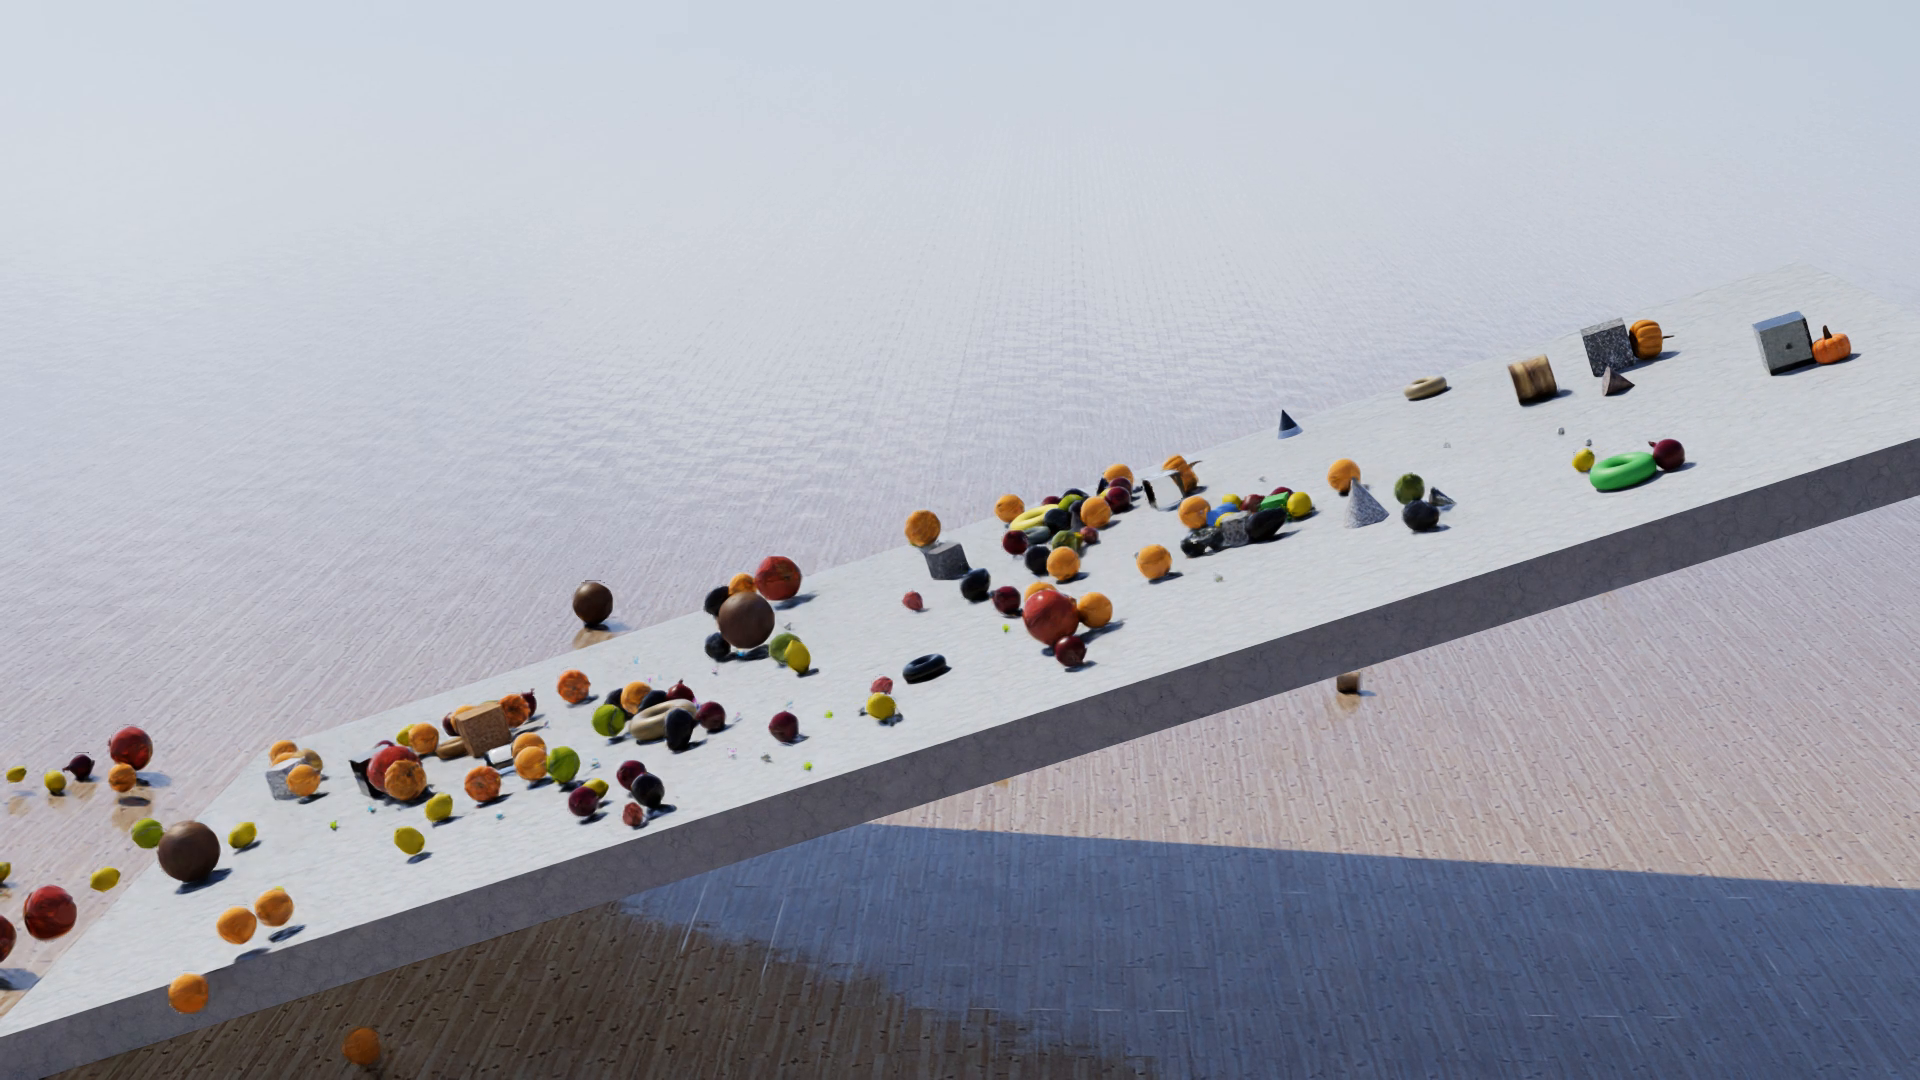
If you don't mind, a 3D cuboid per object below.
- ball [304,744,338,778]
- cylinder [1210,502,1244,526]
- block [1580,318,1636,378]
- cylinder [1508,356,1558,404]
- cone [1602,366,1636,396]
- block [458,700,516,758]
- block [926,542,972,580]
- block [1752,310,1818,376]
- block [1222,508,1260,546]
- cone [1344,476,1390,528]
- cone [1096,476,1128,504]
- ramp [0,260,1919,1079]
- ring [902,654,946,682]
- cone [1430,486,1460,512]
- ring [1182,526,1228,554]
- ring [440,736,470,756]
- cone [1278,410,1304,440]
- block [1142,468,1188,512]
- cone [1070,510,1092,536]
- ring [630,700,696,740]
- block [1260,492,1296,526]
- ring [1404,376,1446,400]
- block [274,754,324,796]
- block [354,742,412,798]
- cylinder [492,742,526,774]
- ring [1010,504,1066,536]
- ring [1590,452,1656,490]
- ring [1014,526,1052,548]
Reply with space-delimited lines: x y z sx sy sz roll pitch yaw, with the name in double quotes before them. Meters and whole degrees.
"ball" -1.495 0.517 6.874 0.077 0.077 0.077 0 12 0
"cylinder" 0.569 -0.049 6.262 0.052 0.052 0.052 -26 26 -35
"block" 1.447 -0.431 6.567 0.096 0.096 0.096 -16 11 12
"cylinder" 1.268 -0.354 6.511 0.087 0.087 0.087 -17 10 7
"cone" 1.419 -0.337 6.318 0.065 0.065 0.065 8 12 -1
"block" -1.055 0.422 6.560 0.092 0.092 0.092 -22 11 -16
"block" -0.025 0.048 6.754 0.066 0.066 0.066 -24 12 -27
"block" 1.685 -0.402 6.011 0.096 0.096 0.096 -17 11 10
"block" 0.583 -0.025 6.108 0.055 0.055 0.055 -15 11 21
"cone" 0.804 -0.084 5.917 0.096 0.096 0.096 -18 11 4
"cone" 0.366 -0.112 6.991 0.067 0.067 0.067 11 14 12
"ramp" 0.104 0.181 6.307 4.000 0.100 2.000 -18 11 6
"ring" -0.071 0.255 5.880 0.094 0.031 0.094 -19 11 4
"cone" 0.959 -0.077 5.806 0.055 0.055 0.055 9 12 1
"ring" 0.516 0.001 6.146 0.109 0.036 0.109 -17 11 4
"ring" -1.126 0.463 6.637 0.093 0.031 0.093 -16 8 2
"cone" 0.781 -0.284 7.044 0.067 0.067 0.067 -18 11 4
"block" 0.469 -0.115 6.712 0.072 0.072 0.072 -21 11 -10
"cone" 0.268 -0.044 6.749 0.054 0.054 0.054 -18 11 4
"ring" -0.621 0.377 6.160 0.148 0.049 0.148 -17 12 4
"block" 0.668 -0.065 6.175 0.051 0.051 0.051 -14 11 22
"ring" 1.104 -0.362 6.977 0.105 0.035 0.105 -17 10 3
"block" -1.530 0.545 6.813 0.070 0.070 0.070 -7 16 47
"block" -1.279 0.510 6.514 0.086 0.086 0.086 -23 11 -21
"cylinder" -0.963 0.465 6.281 0.057 0.057 0.057 -17 10 7
"ring" 0.184 -0.042 6.906 0.137 0.046 0.137 -20 14 5
"ring" 1.247 -0.130 5.533 0.128 0.043 0.128 -17 12 4
"ring" 0.167 -0.007 6.798 0.092 0.031 0.092 -18 12 4
